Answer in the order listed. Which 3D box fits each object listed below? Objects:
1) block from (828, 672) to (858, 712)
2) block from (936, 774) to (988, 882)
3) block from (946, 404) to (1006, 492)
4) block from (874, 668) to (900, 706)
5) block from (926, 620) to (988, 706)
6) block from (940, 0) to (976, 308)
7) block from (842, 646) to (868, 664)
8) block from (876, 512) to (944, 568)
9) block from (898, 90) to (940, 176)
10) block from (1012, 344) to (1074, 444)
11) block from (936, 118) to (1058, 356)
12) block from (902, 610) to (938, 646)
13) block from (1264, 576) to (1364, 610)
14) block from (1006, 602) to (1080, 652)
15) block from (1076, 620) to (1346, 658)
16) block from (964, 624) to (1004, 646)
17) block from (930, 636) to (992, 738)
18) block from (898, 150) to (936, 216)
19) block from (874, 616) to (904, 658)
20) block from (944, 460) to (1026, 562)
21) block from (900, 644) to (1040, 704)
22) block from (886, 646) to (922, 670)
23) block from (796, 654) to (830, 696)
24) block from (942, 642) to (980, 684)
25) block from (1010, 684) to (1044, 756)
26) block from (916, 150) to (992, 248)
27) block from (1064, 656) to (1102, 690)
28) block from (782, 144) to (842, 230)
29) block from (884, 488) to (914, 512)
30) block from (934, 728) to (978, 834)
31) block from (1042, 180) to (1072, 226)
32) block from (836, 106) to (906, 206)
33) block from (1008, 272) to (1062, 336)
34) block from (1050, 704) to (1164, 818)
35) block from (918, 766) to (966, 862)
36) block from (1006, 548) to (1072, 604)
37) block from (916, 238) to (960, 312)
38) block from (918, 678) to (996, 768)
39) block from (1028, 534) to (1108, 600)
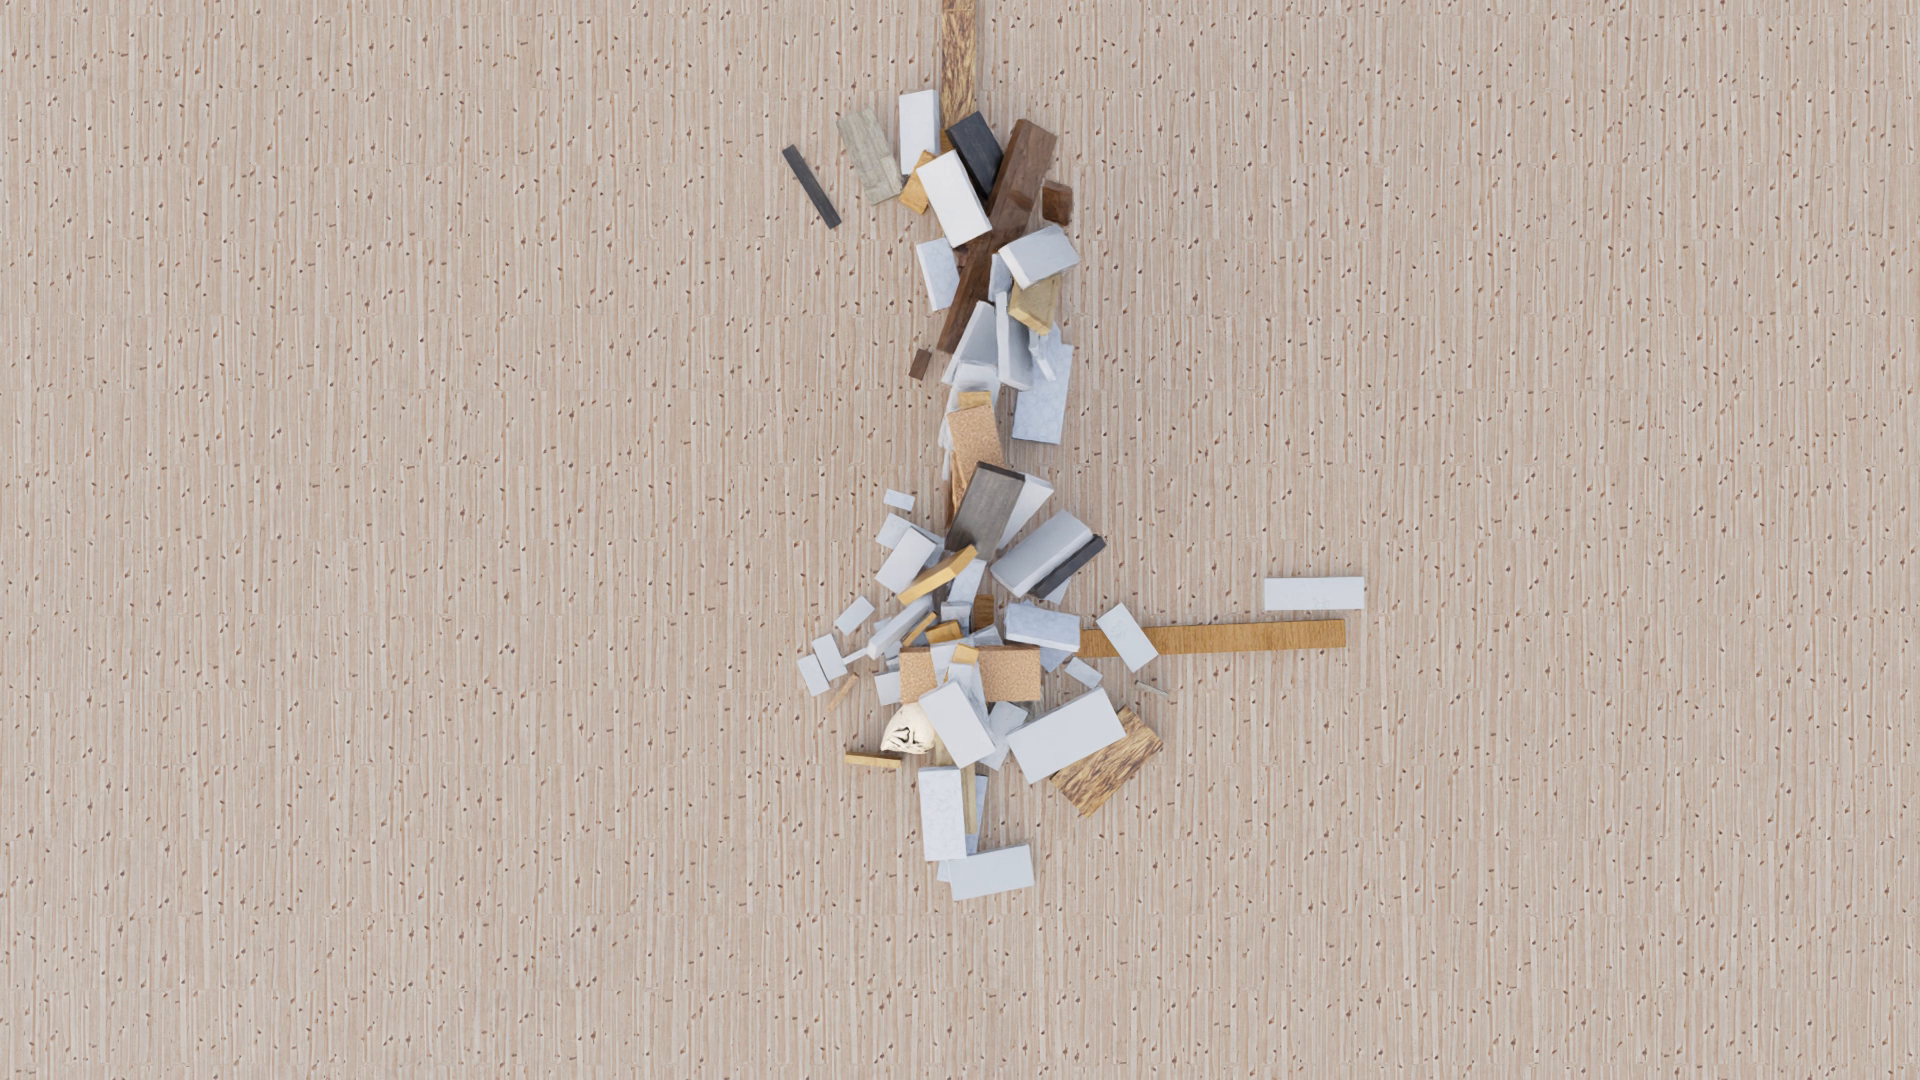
[{"bbox_3d":[-0.387,0.503,5.464,0.020,0.071,0.142,37,90,0],"label":"block"},{"bbox_3d":[0.008,0.957,5.484,0.115,0.033,0.364,9,90,0],"label":"block"},{"bbox_3d":[0.059,-0.287,5.314,0.141,0.040,0.282,-15,100,-13],"label":"block"},{"bbox_3d":[-0.171,0.474,5.471,0.211,0.030,0.105,-13,106,0],"label":"block"},{"bbox_3d":[-0.009,0.422,5.436,0.109,0.031,0.315,-19,106,5],"label":"block"},{"bbox_3d":[-0.006,-1.309,5.484,0.110,0.031,1.065,0,90,0],"label":"block"},{"bbox_3d":[-0.315,0.368,5.454,0.142,0.071,0.020,-27,89,8],"label":"block"},{"bbox_3d":[-0.160,0.003,5.485,0.214,0.030,0.107,26,90,0],"label":"block"},{"bbox_3d":[-0.133,-1.345,5.451,0.131,0.037,0.261,-2,90,30],"label":"block"},{"bbox_3d":[0.273,-0.491,5.477,0.160,0.045,0.330,8,90,0],"label":"block"},{"bbox_3d":[0.122,-0.981,5.440,0.148,0.042,0.803,20,90,-36],"label":"block"},{"bbox_3d":[-0.132,0.293,5.438,0.021,0.073,0.146,45,90,0],"label":"block"},{"bbox_3d":[1.176,0.178,5.485,0.329,0.030,0.105,-1,90,0],"label":"block"},{"bbox_3d":[0.273,0.287,5.415,0.245,0.035,0.122,11,51,-11],"label":"block"},{"bbox_3d":[0.833,0.328,5.487,0.893,0.026,0.092,-2,90,0],"label":"block"},{"bbox_3d":[0.105,0.394,5.444,0.109,0.031,0.219,-24,111,-2],"label":"block"},{"bbox_3d":[0.006,0.496,5.369,0.141,0.040,0.352,-10,107,3],"label":"block"},{"bbox_3d":[-0.119,-1.172,5.415,0.093,0.026,0.185,33,114,8],"label":"block"},{"bbox_3d":[-0.235,0.328,5.491,0.065,0.018,0.130,-20,90,0],"label":"block"},{"bbox_3d":[0.078,-0.089,5.303,0.160,0.045,0.320,17,119,-10],"label":"block"},{"bbox_3d":[0.033,0.439,5.399,0.457,0.050,0.178,-1,107,0],"label":"block"},{"bbox_3d":[-0.175,0.404,5.475,0.130,0.018,0.065,-22,113,4],"label":"block"},{"bbox_3d":[-0.488,0.449,5.491,0.065,0.018,0.130,-24,90,0],"label":"block"},{"bbox_3d":[0.004,0.409,5.310,0.073,0.021,0.146,19,106,-6],"label":"block"},{"bbox_3d":[0.224,0.600,5.484,0.115,0.033,0.230,-2,90,0],"label":"block"},{"bbox_3d":[-0.020,-1.107,5.361,0.140,0.040,0.280,-23,97,23],"label":"block"},{"bbox_3d":[0.412,0.443,5.492,0.116,0.016,0.058,34,90,0],"label":"block"},{"bbox_3d":[-0.493,-1.176,5.493,0.049,0.014,0.305,-32,90,0],"label":"block"},{"bbox_3d":[-0.202,-0.134,5.493,0.097,0.014,0.049,17,89,0],"label":"block"},{"bbox_3d":[-0.013,0.752,5.396,0.122,0.035,0.443,-3,104,0],"label":"block"},{"bbox_3d":[0.318,-1.102,5.402,0.093,0.185,0.026,21,70,10],"label":"block"},{"bbox_3d":[-0.294,-1.273,5.482,0.130,0.037,0.301,-23,90,0],"label":"block"},{"bbox_3d":[0.247,-0.819,5.370,0.148,0.042,0.295,30,51,-26],"label":"block"},{"bbox_3d":[0.487,0.734,5.475,0.355,0.050,0.178,-45,90,0],"label":"block"},{"bbox_3d":[-0.057,0.894,5.394,0.136,0.039,0.313,-4,104,1],"label":"block"},{"bbox_3d":[0.245,0.121,5.485,0.232,0.030,0.107,23,90,0],"label":"block"},{"bbox_3d":[-0.063,-0.873,5.408,0.110,0.031,0.221,-21,103,-28],"label":"block"},{"bbox_3d":[-0.008,0.591,5.312,0.136,0.039,0.273,-28,105,6],"label":"block"},{"bbox_3d":[0.337,0.078,5.401,0.280,0.140,0.040,-39,111,-11],"label":"block"}]
